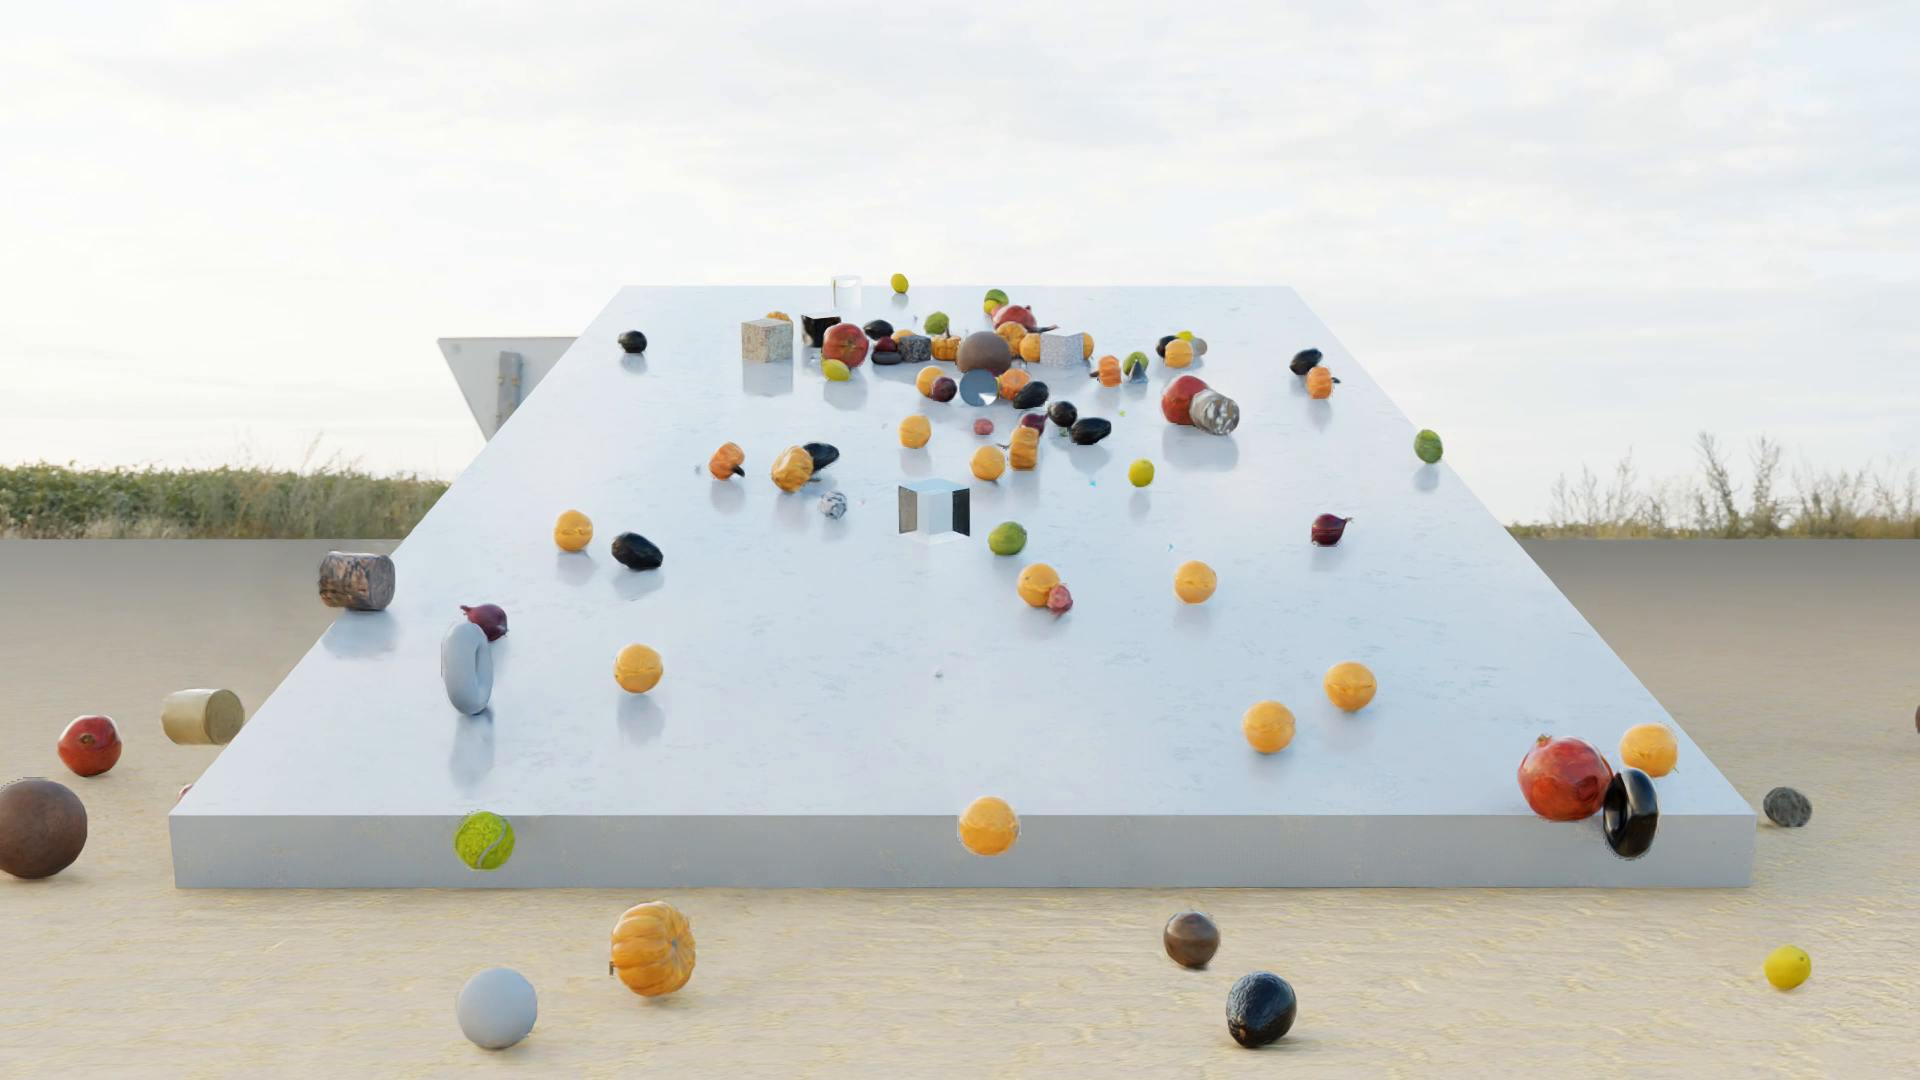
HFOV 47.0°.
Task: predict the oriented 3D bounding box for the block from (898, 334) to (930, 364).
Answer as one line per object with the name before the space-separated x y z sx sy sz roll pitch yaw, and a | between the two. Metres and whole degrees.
block | -0.113 -0.479 5.532 0.058 0.058 0.058 -13 21 -38

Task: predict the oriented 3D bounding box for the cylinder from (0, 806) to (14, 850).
cylinder | -1.388 0.406 3.128 0.069 0.069 0.069 0 0 -43

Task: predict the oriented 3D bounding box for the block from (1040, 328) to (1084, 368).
block | 0.254 -0.479 5.498 0.077 0.077 0.077 11 20 34

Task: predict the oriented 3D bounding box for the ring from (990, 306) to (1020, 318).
ring | 0.126 -0.631 6.115 0.083 0.028 0.083 -1 16 0

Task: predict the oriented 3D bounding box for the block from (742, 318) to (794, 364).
block | -0.485 -0.502 5.552 0.091 0.091 0.091 -15 22 -43

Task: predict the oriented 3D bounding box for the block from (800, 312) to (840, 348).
block | -0.361 -0.545 5.727 0.077 0.077 0.077 -9 18 -29

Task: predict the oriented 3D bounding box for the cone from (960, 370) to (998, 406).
cone | 0.042 -0.339 5.079 0.089 0.089 0.089 0 -10 0

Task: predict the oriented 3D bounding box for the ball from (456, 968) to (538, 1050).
ball | -0.404 0.410 1.930 0.070 0.070 0.070 0 0 0

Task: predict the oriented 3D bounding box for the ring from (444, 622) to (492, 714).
ring | -0.695 0.181 3.120 0.044 0.132 0.132 -4 0 4

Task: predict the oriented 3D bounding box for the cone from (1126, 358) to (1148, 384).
cone | 0.425 -0.409 5.294 0.057 0.057 0.057 0 16 0

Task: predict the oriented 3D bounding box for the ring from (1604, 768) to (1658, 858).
ring | 0.802 0.326 2.641 0.036 0.109 0.109 5 0 -5

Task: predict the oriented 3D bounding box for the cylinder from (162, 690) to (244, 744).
cylinder | -1.170 0.274 3.414 0.084 0.084 0.084 -3 -1 24

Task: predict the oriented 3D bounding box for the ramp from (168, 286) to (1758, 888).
ramp | -0.002 -0.161 4.714 2.000 0.100 4.000 0 16 0

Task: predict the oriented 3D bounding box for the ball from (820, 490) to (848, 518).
ball | -0.235 -0.067 4.111 0.054 0.054 0.054 0 0 0

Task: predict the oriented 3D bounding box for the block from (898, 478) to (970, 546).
block | -0.047 -0.052 3.991 0.092 0.092 0.092 -12 20 -35

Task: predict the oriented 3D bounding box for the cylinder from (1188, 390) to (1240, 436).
cylinder | 0.552 -0.277 4.786 0.085 0.085 0.085 0 15 -18

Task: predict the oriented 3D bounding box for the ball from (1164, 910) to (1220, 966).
ball | 0.240 0.414 2.297 0.058 0.058 0.058 0 0 0

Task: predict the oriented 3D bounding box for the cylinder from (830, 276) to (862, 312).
cylinder | -0.321 -0.696 6.231 0.088 0.088 0.088 0 16 0

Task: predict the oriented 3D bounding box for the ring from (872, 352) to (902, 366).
ring | -0.183 -0.452 5.497 0.075 0.025 0.075 1 16 0
